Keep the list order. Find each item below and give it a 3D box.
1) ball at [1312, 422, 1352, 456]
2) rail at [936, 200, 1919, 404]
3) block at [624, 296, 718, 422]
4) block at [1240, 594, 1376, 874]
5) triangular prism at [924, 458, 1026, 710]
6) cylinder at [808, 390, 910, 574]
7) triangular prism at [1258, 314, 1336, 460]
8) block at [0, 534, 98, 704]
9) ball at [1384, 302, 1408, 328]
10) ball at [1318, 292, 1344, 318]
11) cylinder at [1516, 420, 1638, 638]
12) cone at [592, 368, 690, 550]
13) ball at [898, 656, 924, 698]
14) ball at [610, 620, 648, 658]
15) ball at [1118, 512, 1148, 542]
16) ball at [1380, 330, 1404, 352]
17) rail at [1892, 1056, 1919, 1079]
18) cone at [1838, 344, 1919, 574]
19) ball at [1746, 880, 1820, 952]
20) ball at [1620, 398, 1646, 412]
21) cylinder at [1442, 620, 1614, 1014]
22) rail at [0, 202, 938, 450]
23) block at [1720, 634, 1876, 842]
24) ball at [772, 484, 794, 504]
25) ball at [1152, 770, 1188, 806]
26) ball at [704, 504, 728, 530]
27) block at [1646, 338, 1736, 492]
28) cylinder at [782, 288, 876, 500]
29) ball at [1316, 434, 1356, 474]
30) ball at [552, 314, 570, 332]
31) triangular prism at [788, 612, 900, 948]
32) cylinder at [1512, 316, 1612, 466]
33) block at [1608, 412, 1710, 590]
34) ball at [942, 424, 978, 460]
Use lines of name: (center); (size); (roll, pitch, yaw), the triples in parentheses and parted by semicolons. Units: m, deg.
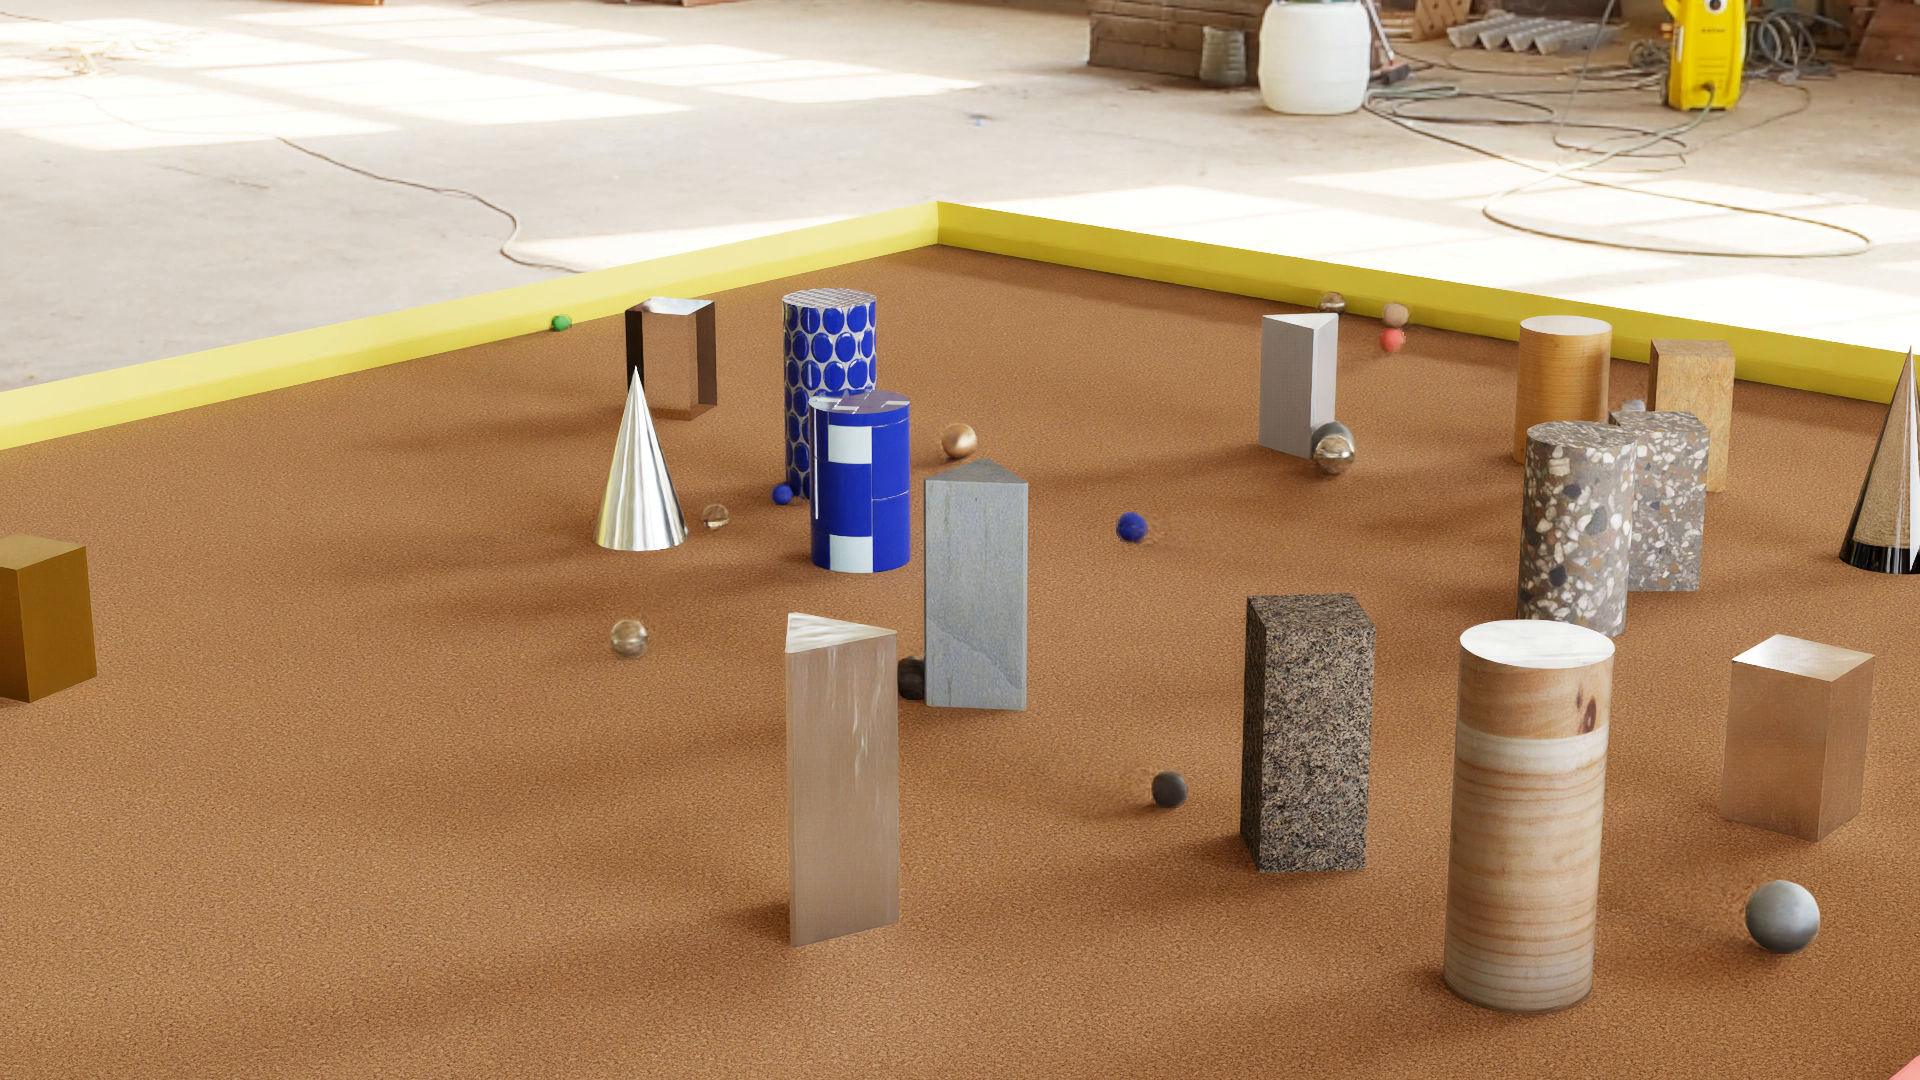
ball: (0.752, -0.195, 5.925); (0.084, 0.084, 0.084); (0, 17, 0)
rail: (1.513, -0.476, 6.789); (4.218, 0.118, 0.045); (14, 22, 39)
block: (-0.621, -0.391, 6.316); (0.145, 0.232, 0.145); (6, 18, 18)
block: (0.468, 0.260, 3.971); (0.145, 0.345, 0.145); (-1, 17, -5)
triangular prism: (0.032, 0.066, 4.578); (0.157, 0.365, 0.136); (2, 17, 7)
cylinder: (-0.180, -0.107, 5.273); (0.181, 0.293, 0.181); (0, 17, 0)
triangular prism: (0.721, -0.323, 6.024); (0.136, 0.272, 0.157); (-13, 21, -36)
block: (-1.483, 0.122, 4.645); (0.145, 0.219, 0.145); (9, 19, 28)
ball: (1.058, -0.546, 7.119); (0.062, 0.062, 0.062); (0, 17, 0)
ball: (0.914, -0.578, 7.218); (0.067, 0.067, 0.067); (0, 17, 0)
cylinder: (1.032, -0.017, 4.911); (0.181, 0.331, 0.181); (0, 17, 0)
cone: (-0.592, -0.163, 5.400); (0.181, 0.326, 0.181); (0, 17, 0)
ball: (-0.076, 0.216, 4.597); (0.067, 0.067, 0.067); (0, 17, 0)
ball: (-0.540, 0.162, 4.781); (0.064, 0.064, 0.064); (0, 17, 0)
ball: (0.318, -0.022, 5.405); (0.055, 0.055, 0.055); (0, 17, 0)
ball: (1.011, -0.467, 6.873); (0.054, 0.054, 0.054); (0, 17, 0)
rail: (1.575, 0.426, 3.813); (0.045, 0.118, 4.663); (14, 22, 39)
cone: (1.684, -0.157, 5.250); (0.181, 0.403, 0.181); (0, 17, 0)
ball: (1.038, 0.475, 3.701); (0.091, 0.091, 0.091); (0, 17, 0)
ball: (1.433, -0.274, 6.236); (0.054, 0.054, 0.054); (0, 17, 0)
cylinder: (0.688, 0.335, 3.558); (0.181, 0.442, 0.181); (0, 17, 0)
rail: (-1.575, -0.367, 6.430); (0.045, 0.118, 4.663); (14, 22, 39)
block: (1.173, 0.276, 4.109); (0.145, 0.236, 0.145); (14, 21, 38)
ball: (-0.341, -0.088, 5.644); (0.040, 0.040, 0.040); (0, 17, 0)
ball: (0.298, 0.353, 4.170); (0.052, 0.052, 0.052); (0, 17, 0)
ball: (-0.458, -0.043, 5.488); (0.046, 0.046, 0.046); (0, 17, 0)
block: (1.433, -0.247, 5.773); (0.145, 0.270, 0.145); (2, 17, 7)
cylinder: (-0.252, -0.284, 5.706); (0.181, 0.381, 0.181); (0, 17, 0)
ball: (0.749, -0.170, 5.847); (0.080, 0.080, 0.080); (0, 17, 0)
ball: (-0.965, -0.524, 7.084); (0.041, 0.041, 0.041); (0, 17, 0)
triangular prism: (-0.180, 0.299, 3.758); (0.157, 0.395, 0.136); (-10, 19, -30)
cylinder: (1.216, -0.297, 5.922); (0.181, 0.280, 0.181); (0, 17, 0)
block: (1.220, -0.069, 5.159); (0.145, 0.287, 0.145); (0, 17, 1)
ball: (-0.001, -0.200, 5.959); (0.073, 0.073, 0.073); (0, 17, 0)
